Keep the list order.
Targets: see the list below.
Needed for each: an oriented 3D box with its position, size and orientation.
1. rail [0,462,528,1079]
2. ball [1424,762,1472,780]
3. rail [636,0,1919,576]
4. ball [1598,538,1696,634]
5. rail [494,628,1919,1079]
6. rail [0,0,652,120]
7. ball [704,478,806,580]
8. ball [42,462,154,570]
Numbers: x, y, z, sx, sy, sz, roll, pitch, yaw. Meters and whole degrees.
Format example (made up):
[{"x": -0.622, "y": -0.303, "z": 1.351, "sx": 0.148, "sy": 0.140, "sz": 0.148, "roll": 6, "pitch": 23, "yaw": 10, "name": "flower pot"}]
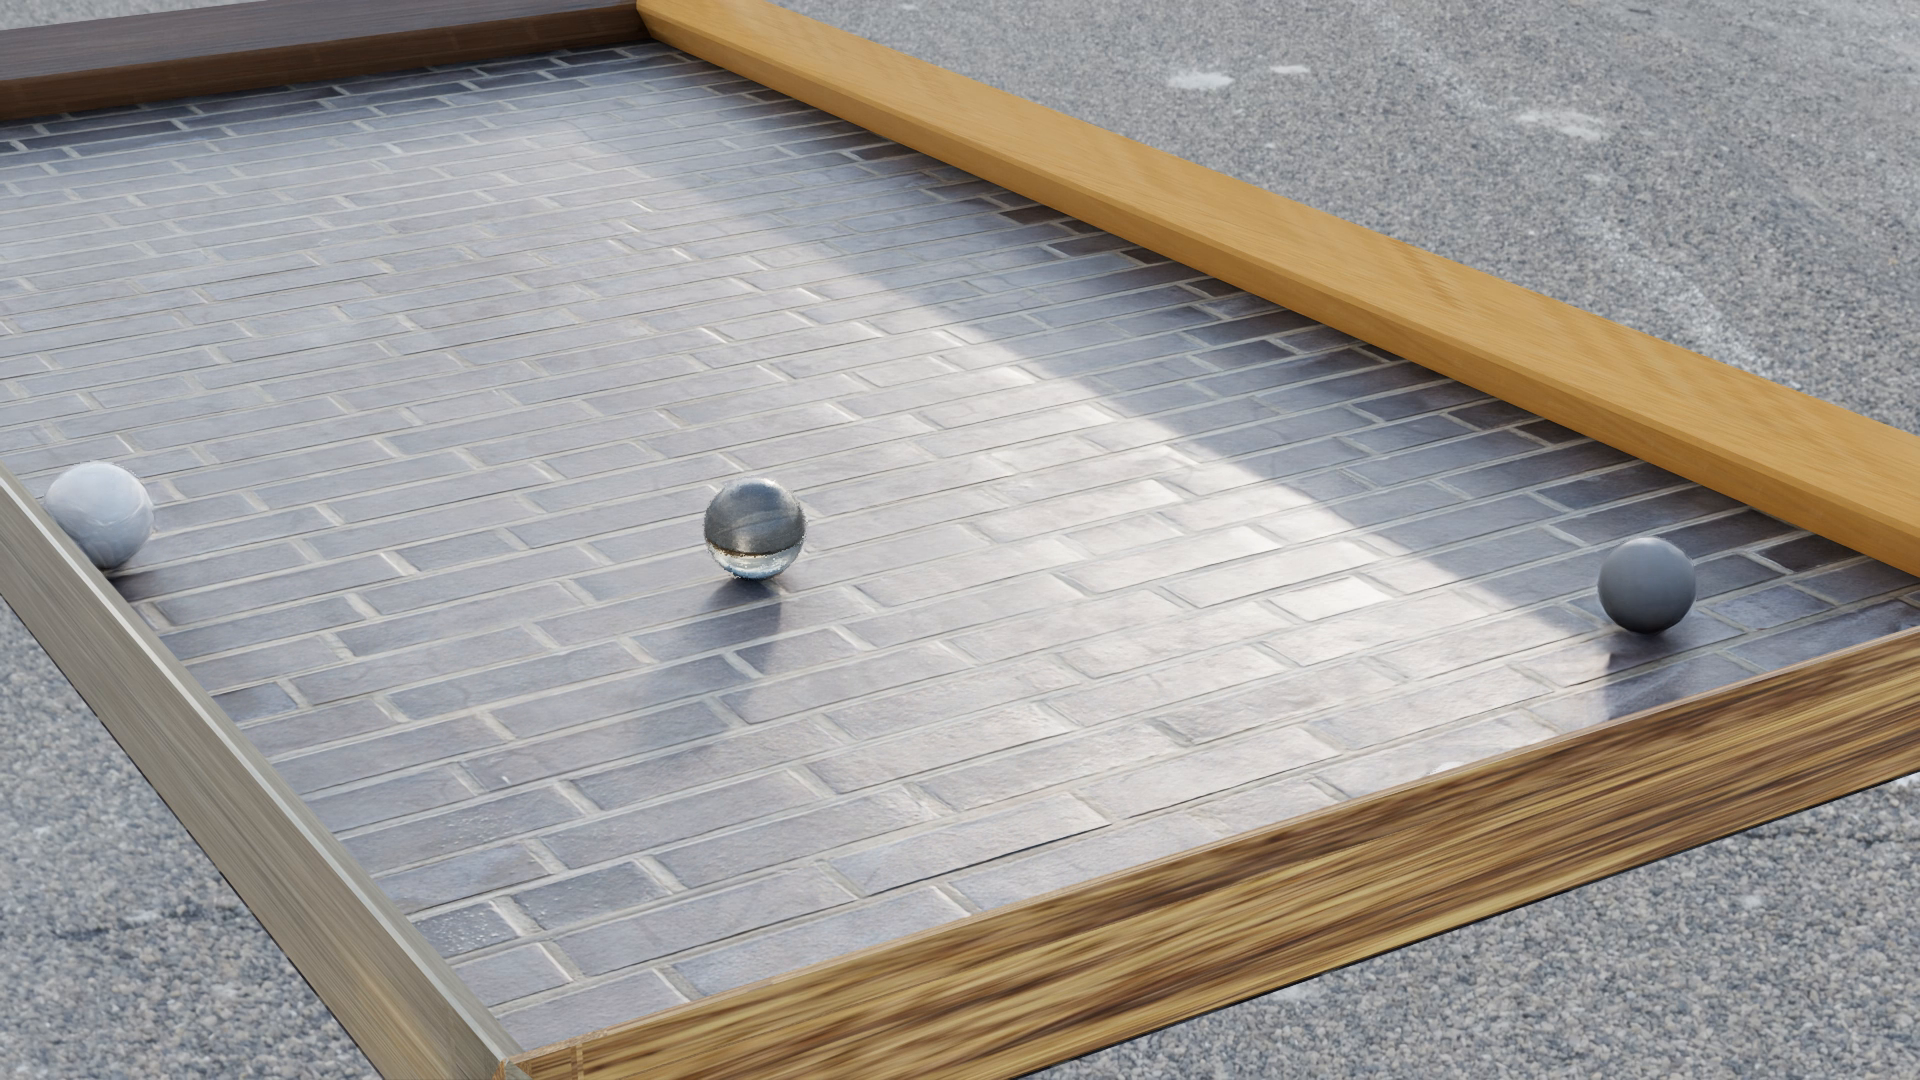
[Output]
[{"x": -0.899, "y": -0.101, "z": 2.585, "sx": 0.045, "sy": 0.115, "sz": 2.608, "roll": -13, "pitch": 26, "yaw": -29, "name": "rail"}, {"x": 0.335, "y": 0.179, "z": 1.975, "sx": 0.060, "sy": 0.060, "sz": 0.060, "roll": 0, "pitch": 22, "yaw": 0, "name": "ball"}, {"x": 0.216, "y": -0.361, "z": 3.219, "sx": 0.045, "sy": 0.115, "sz": 2.608, "roll": -13, "pitch": 26, "yaw": -29, "name": "rail"}, {"x": 0.538, "y": 0.036, "z": 2.305, "sx": 0.075, "sy": 0.075, "sz": 0.075, "roll": 0, "pitch": 22, "yaw": 0, "name": "ball"}, {"x": 0.329, "y": 0.182, "z": 1.892, "sx": 1.356, "sy": 0.115, "sz": 0.045, "roll": -13, "pitch": 26, "yaw": -29, "name": "rail"}, {"x": -1.012, "y": -0.644, "z": 3.911, "sx": 1.356, "sy": 0.115, "sz": 0.045, "roll": -13, "pitch": 26, "yaw": -29, "name": "rail"}, {"x": -0.167, "y": -0.009, "z": 2.405, "sx": 0.083, "sy": 0.083, "sz": 0.083, "roll": 0, "pitch": 22, "yaw": 0, "name": "ball"}, {"x": -0.711, "y": -0.019, "z": 2.422, "sx": 0.089, "sy": 0.089, "sz": 0.089, "roll": 0, "pitch": 22, "yaw": 0, "name": "ball"}]
